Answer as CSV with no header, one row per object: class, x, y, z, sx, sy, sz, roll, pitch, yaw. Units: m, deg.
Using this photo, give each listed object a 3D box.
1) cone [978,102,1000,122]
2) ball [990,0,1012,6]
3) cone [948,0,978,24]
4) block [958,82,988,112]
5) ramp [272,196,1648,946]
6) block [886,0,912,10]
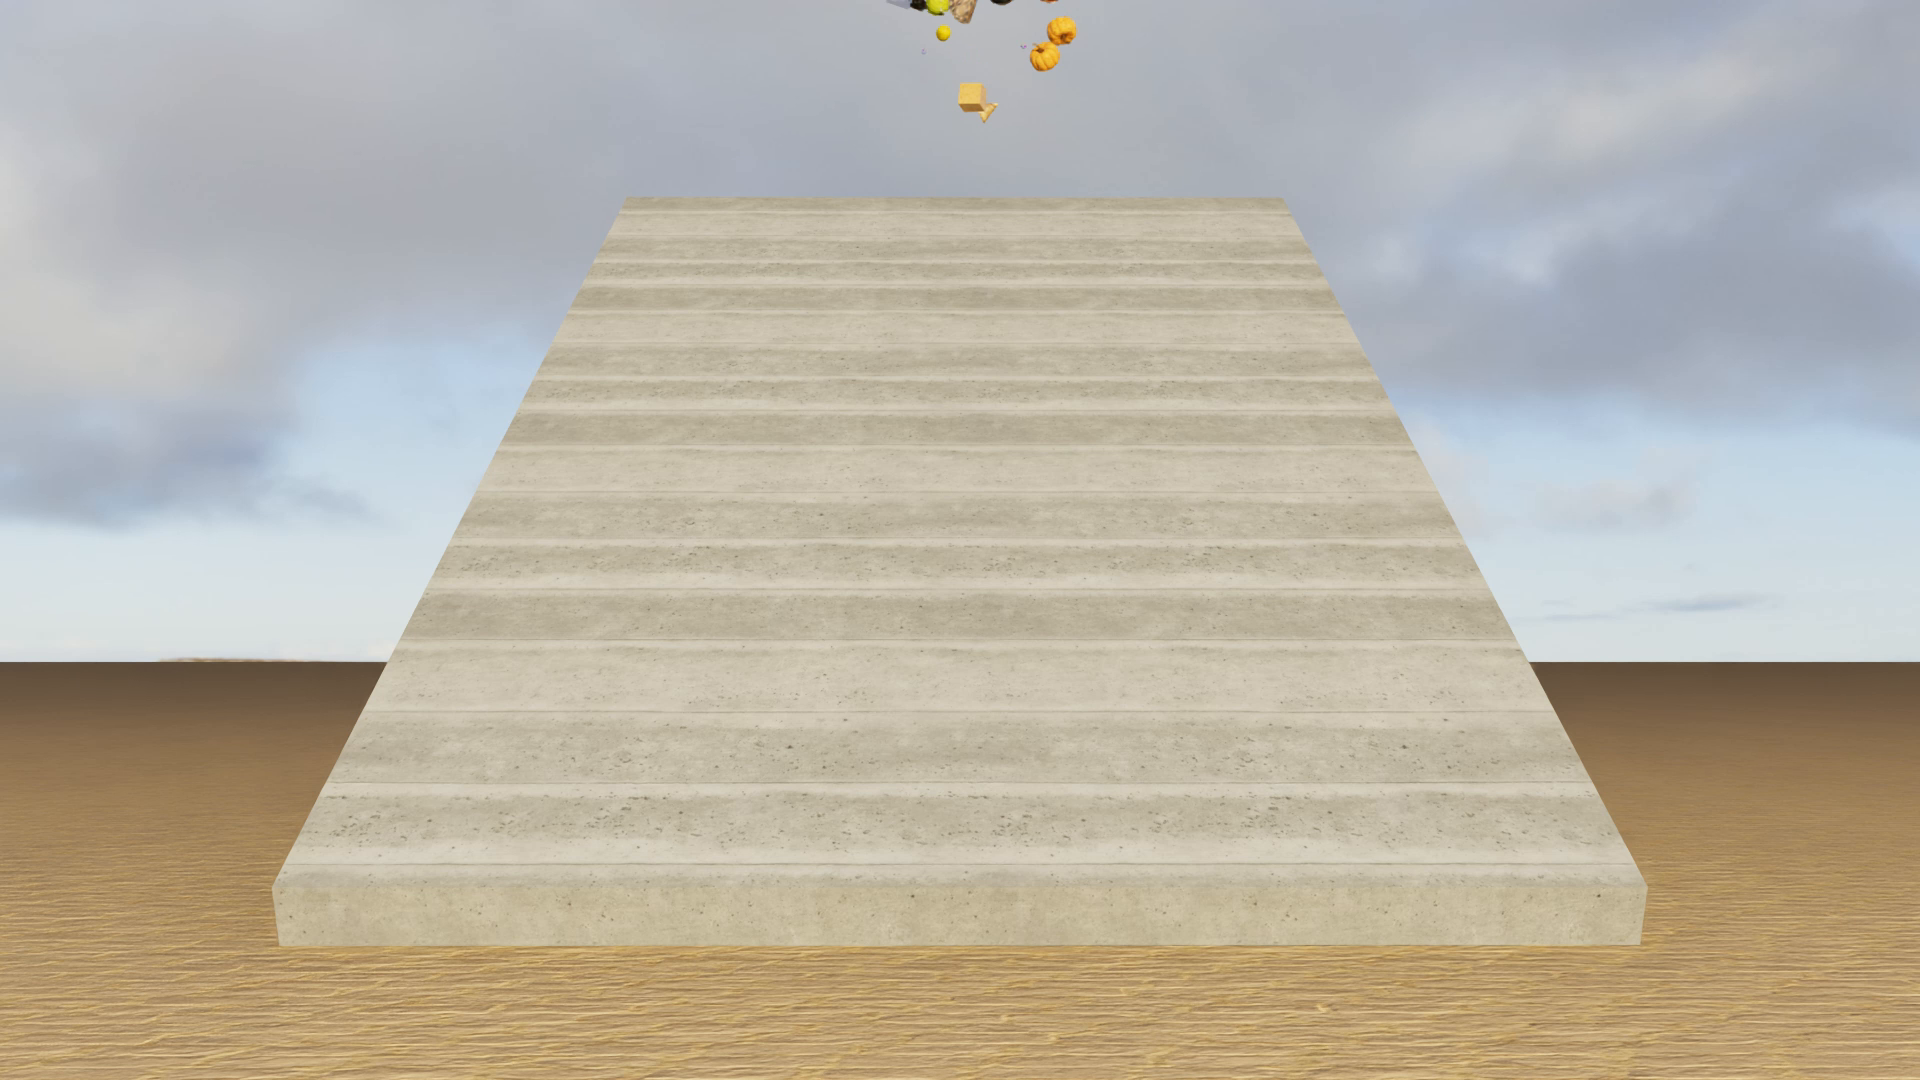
cone,0.087,-1.291,6.902,0.070,0.070,0.070,-26,-5,3
ball,0.119,-1.572,6.573,0.096,0.096,0.096,0,-3,0
cone,0.028,-1.596,6.848,0.092,0.092,0.092,3,-27,-44
block,0.036,-1.240,6.468,0.062,0.062,0.062,2,-11,17
ramp,-0.007,-0.225,5.218,2.000,0.100,4.000,0,23,0
block,-0.166,-1.587,6.650,0.071,0.071,0.071,18,-27,2
